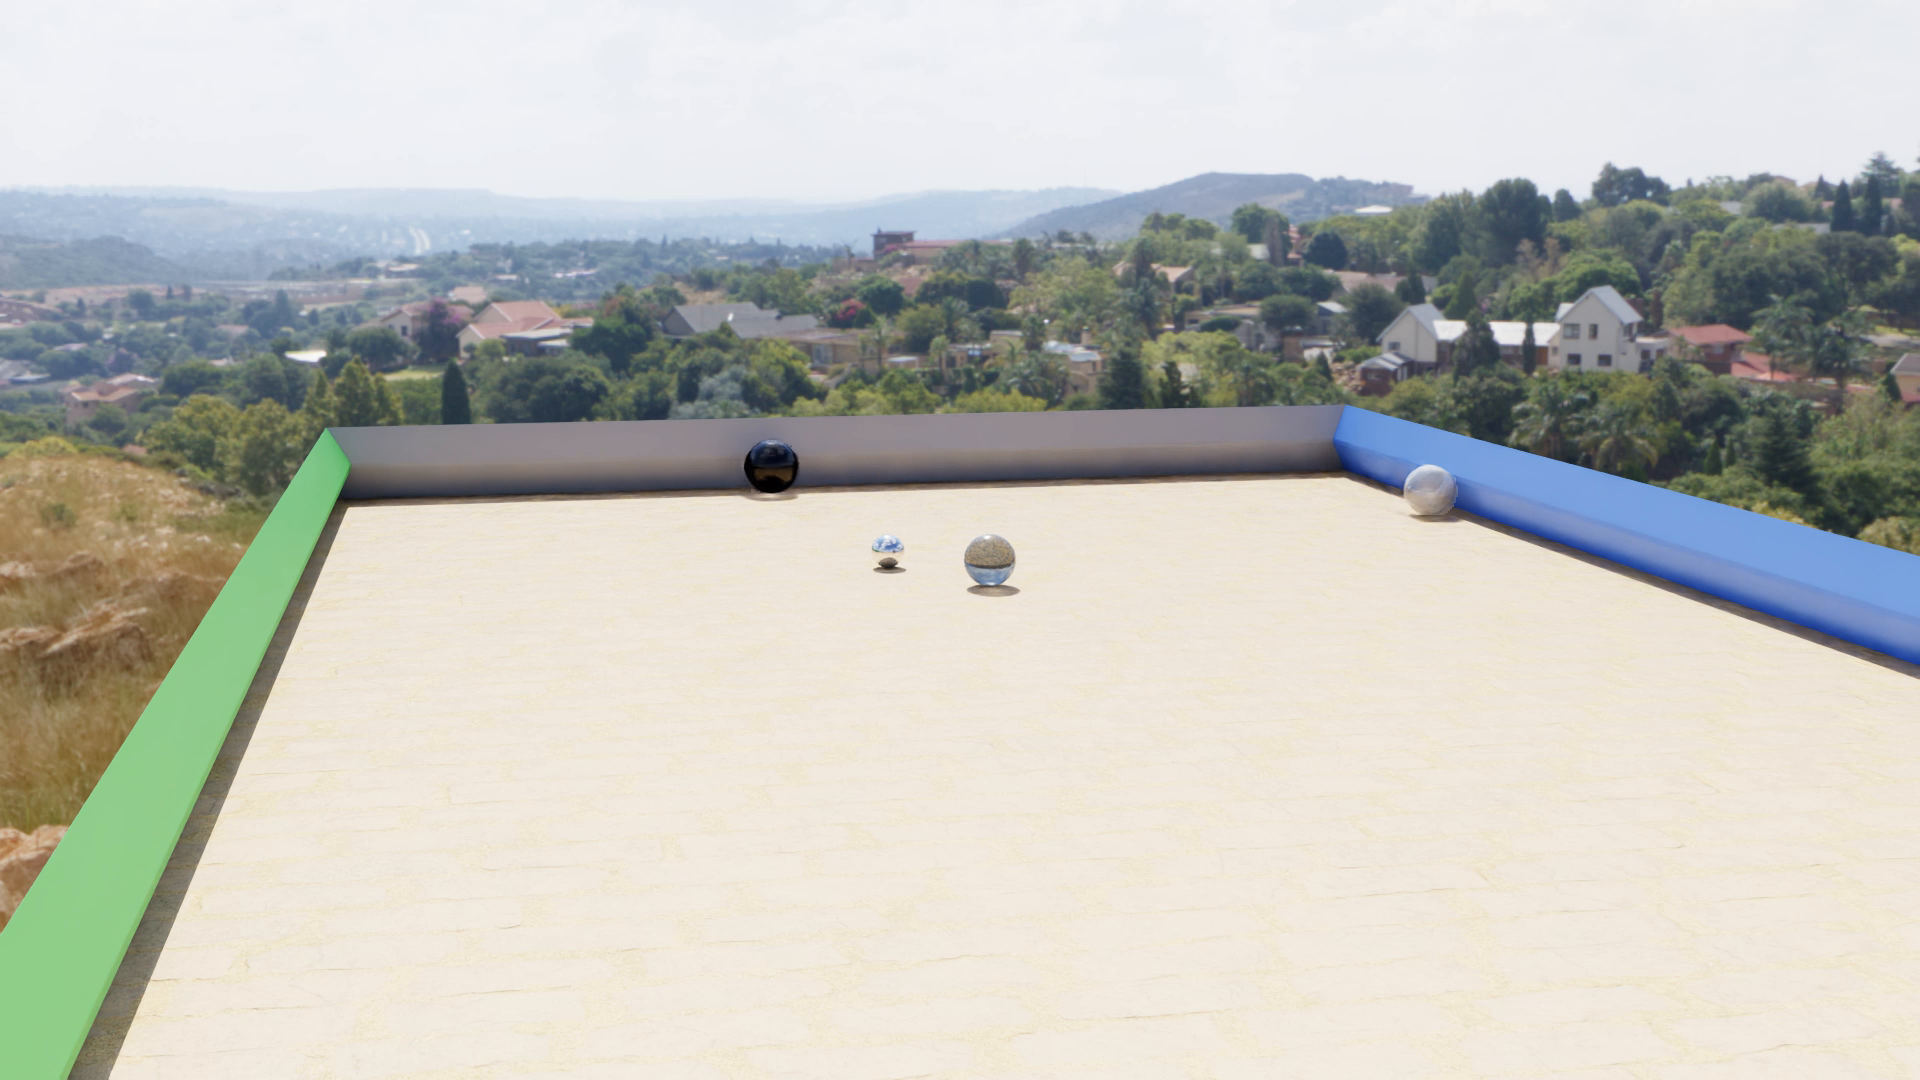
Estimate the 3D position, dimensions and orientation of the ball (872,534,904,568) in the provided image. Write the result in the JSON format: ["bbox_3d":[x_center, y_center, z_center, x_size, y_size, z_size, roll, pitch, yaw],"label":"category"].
[{"bbox_3d":[-0.108,0.017,3.294,0.050,0.050,0.050,0,9,0],"label":"ball"}]

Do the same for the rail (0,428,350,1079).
[{"bbox_3d":[-0.748,0.150,2.237,0.045,0.128,3.646,-2,10,-12],"label":"rail"}]

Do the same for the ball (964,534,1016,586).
[{"bbox_3d":[0.043,0.029,3.142,0.075,0.075,0.075,0,9,0],"label":"ball"}]

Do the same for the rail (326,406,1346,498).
[{"bbox_3d":[-0.184,-0.169,4.170,1.964,0.128,0.045,-2,10,-12],"label":"rail"}]

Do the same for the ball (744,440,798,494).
[{"bbox_3d":[-0.349,-0.136,4.067,0.099,0.099,0.099,0,9,0],"label":"ball"}]

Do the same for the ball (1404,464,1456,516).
[{"bbox_3d":[0.812,-0.086,3.800,0.088,0.088,0.088,0,9,0],"label":"ball"}]

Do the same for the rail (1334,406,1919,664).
[{"bbox_3d":[1.127,0.085,2.630,0.045,0.128,3.646,-2,10,-12],"label":"rail"}]
